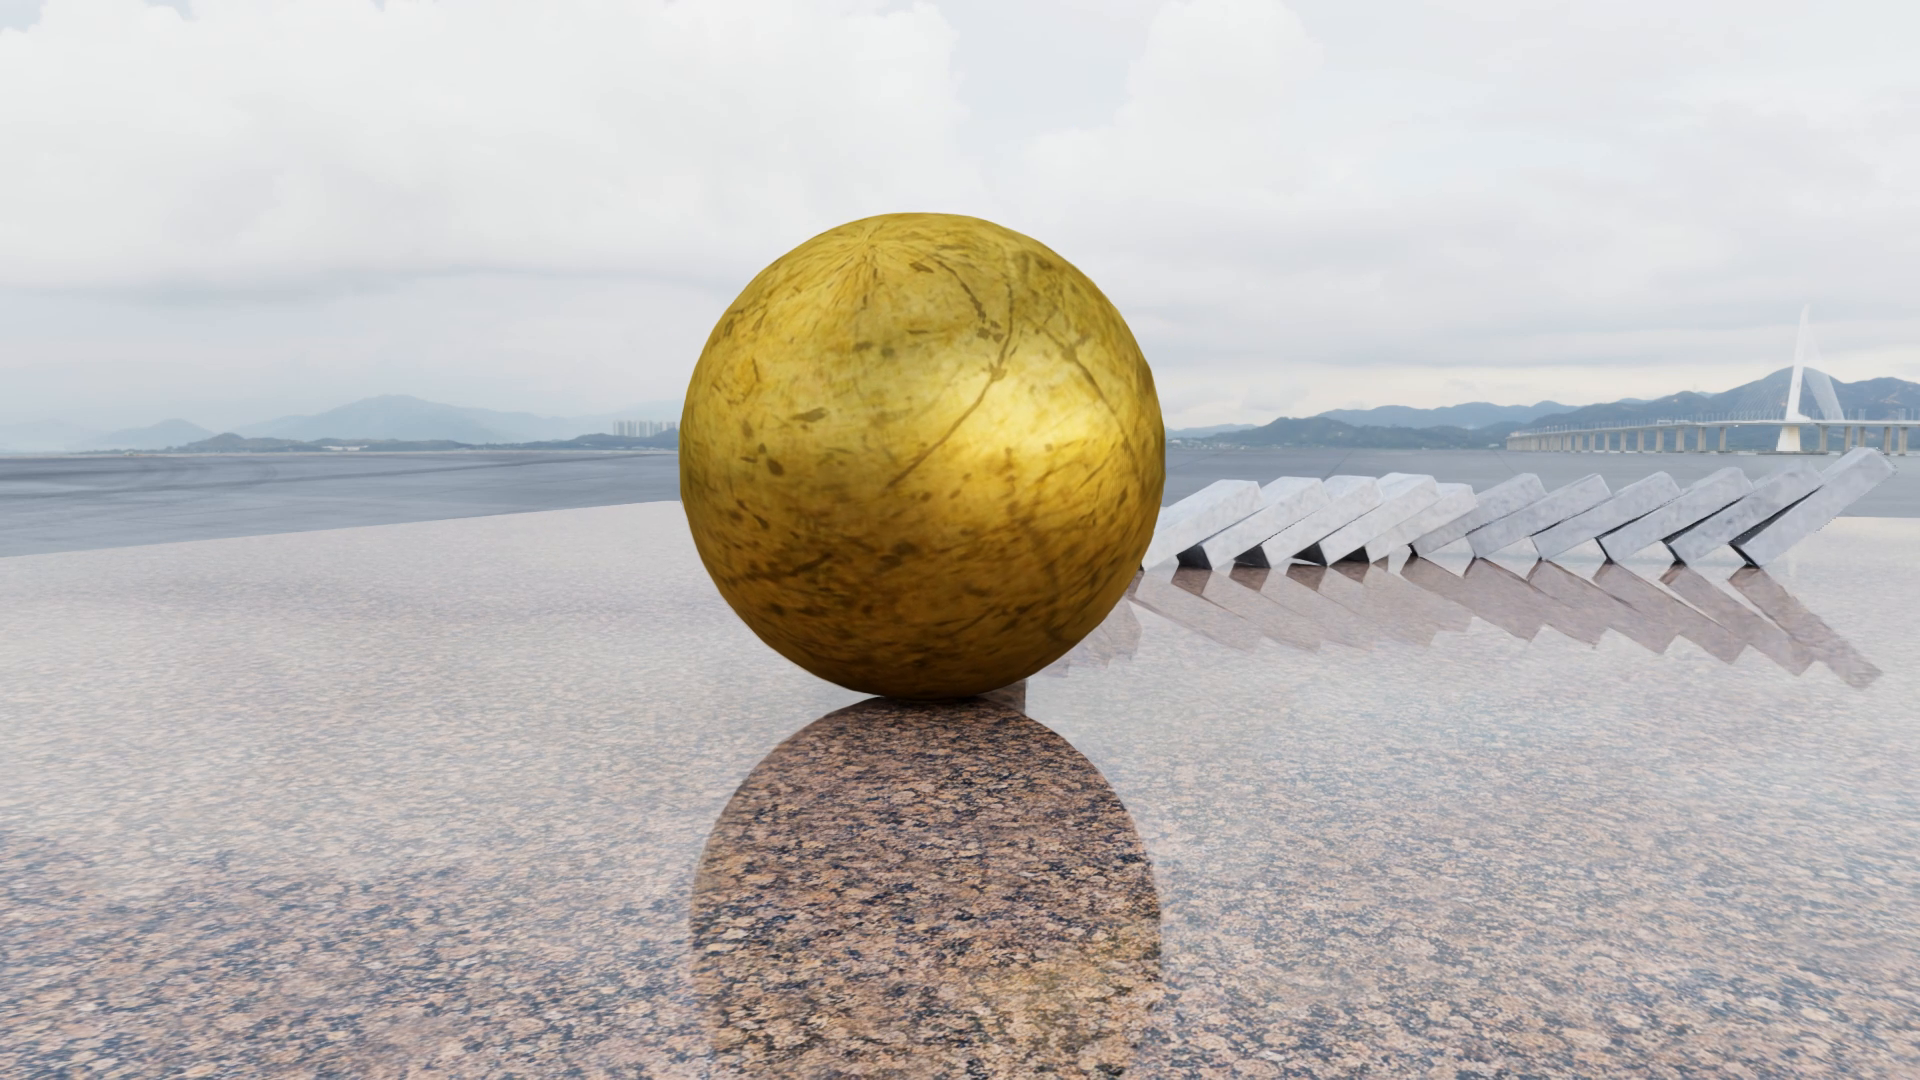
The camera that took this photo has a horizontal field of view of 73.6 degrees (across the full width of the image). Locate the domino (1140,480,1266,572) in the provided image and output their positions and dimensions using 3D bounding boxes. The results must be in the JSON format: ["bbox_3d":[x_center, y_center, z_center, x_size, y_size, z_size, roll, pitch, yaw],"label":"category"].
[{"bbox_3d":[0.078,-0.006,0.445,0.050,0.009,0.025,-27,11,-13],"label":"domino"}]

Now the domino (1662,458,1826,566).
[{"bbox_3d":[0.274,-0.010,0.451,0.050,0.009,0.025,-37,-10,20],"label":"domino"}]

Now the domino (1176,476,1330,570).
[{"bbox_3d":[0.101,-0.006,0.449,0.050,0.009,0.025,-28,12,-13],"label":"domino"}]

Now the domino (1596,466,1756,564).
[{"bbox_3d":[0.255,-0.009,0.460,0.050,0.009,0.025,-32,-8,21],"label":"domino"}]

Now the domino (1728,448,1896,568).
[{"bbox_3d":[0.292,-0.011,0.442,0.050,0.009,0.025,-44,-12,19],"label":"domino"}]

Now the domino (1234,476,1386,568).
[{"bbox_3d":[0.122,-0.007,0.455,0.050,0.009,0.025,-29,12,-13],"label":"domino"}]

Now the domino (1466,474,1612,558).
[{"bbox_3d":[0.214,-0.009,0.477,0.050,0.009,0.025,-28,-6,20],"label":"domino"}]

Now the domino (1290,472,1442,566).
[{"bbox_3d":[0.144,-0.008,0.461,0.050,0.009,0.025,-28,12,-11],"label":"domino"}]

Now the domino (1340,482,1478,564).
[{"bbox_3d":[0.162,-0.007,0.474,0.050,0.009,0.025,-25,12,-16],"label":"domino"}]

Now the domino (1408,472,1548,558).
[{"bbox_3d":[0.194,-0.010,0.487,0.050,0.009,0.025,-27,-2,14],"label":"domino"}]

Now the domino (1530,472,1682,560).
[{"bbox_3d":[0.235,-0.009,0.469,0.050,0.009,0.025,-29,-7,21],"label":"domino"}]

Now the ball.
[{"bbox_3d":[-0.006,-0.014,0.214,0.080,0.080,0.080,0,4,0],"label":"ball"}]
